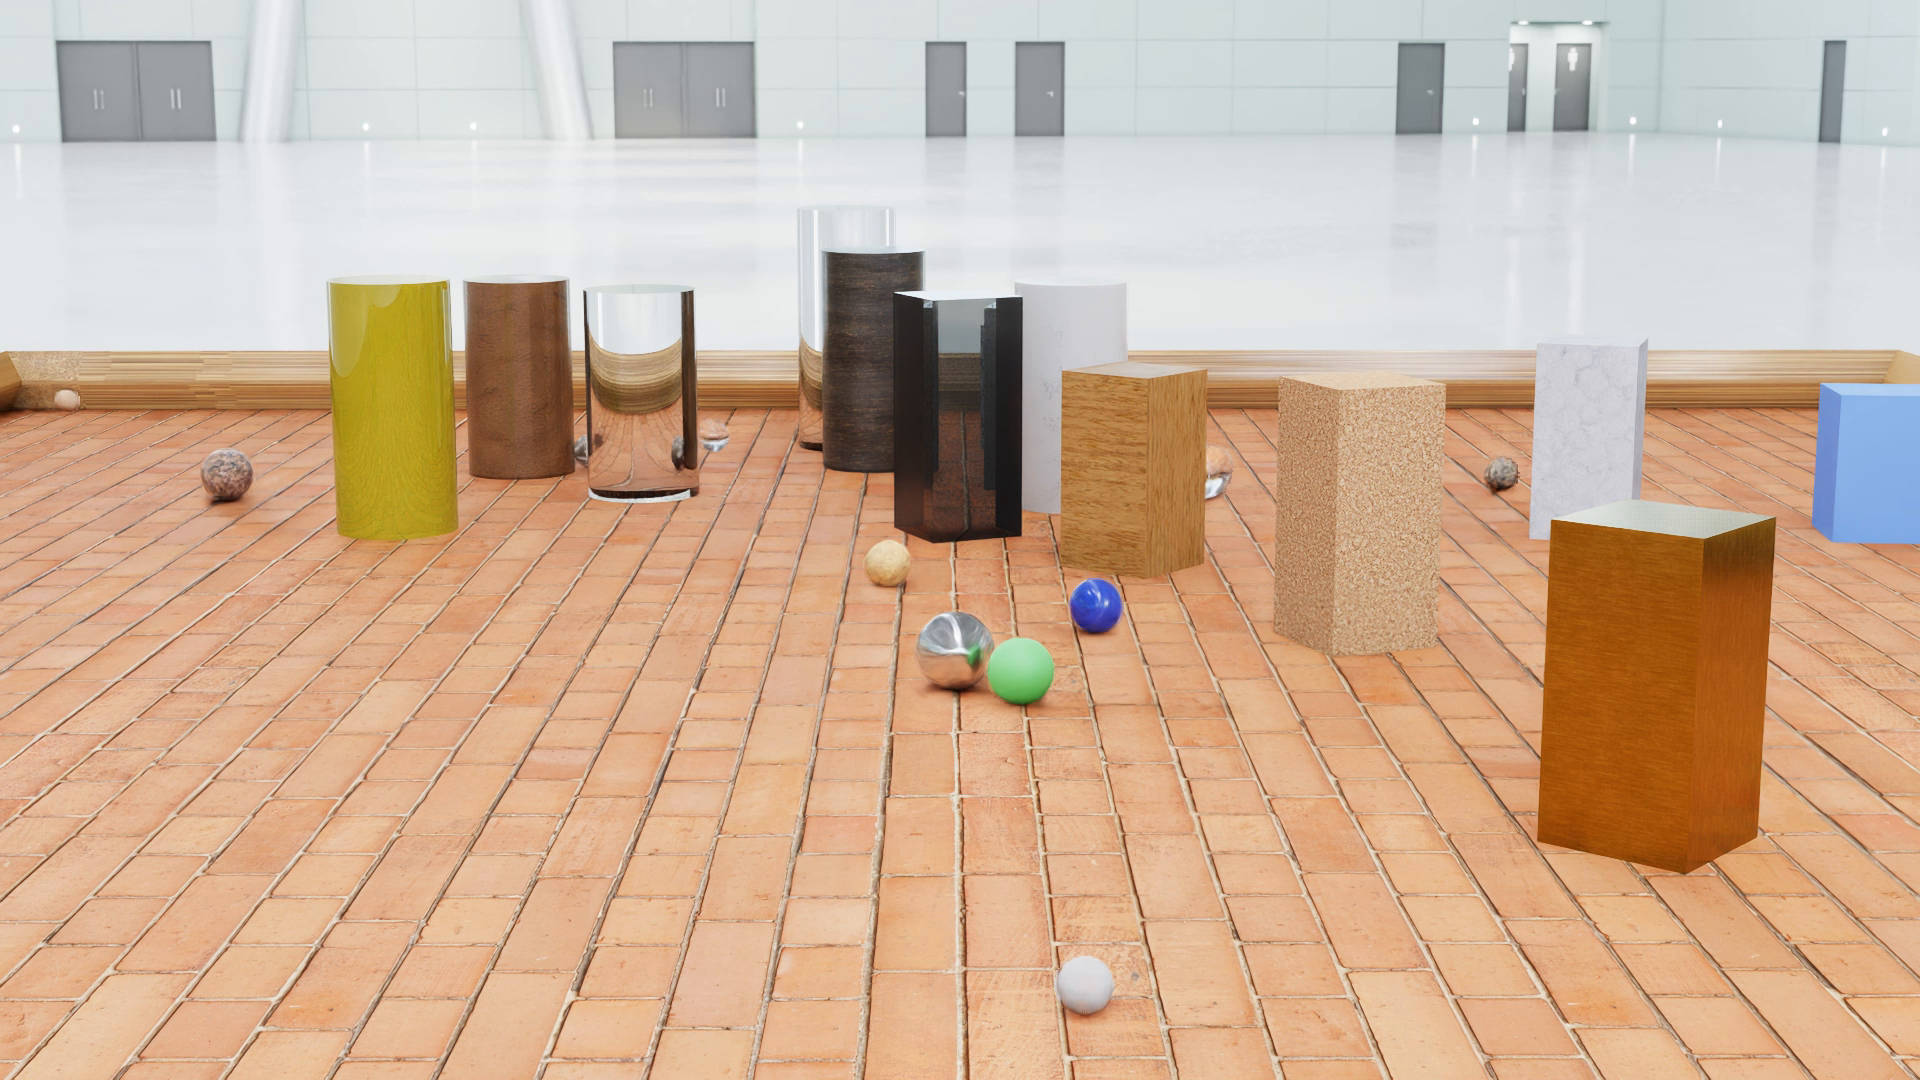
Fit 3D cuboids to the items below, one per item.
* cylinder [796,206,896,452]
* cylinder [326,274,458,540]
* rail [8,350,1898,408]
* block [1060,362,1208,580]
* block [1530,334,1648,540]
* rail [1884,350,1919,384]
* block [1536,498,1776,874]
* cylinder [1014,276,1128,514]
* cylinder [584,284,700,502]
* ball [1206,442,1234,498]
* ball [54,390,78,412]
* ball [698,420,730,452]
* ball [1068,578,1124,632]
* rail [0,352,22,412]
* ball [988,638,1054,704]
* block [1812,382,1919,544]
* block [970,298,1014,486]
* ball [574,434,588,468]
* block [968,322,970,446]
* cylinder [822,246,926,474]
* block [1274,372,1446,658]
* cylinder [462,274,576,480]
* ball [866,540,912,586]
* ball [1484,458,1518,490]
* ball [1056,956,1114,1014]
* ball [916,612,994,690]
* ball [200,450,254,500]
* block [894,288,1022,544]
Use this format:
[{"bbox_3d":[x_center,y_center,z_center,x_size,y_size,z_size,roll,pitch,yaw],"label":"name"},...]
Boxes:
[{"bbox_3d":[-0.215,-0.405,4.894,0.189,0.453,0.189,0,11,0],"label":"cylinder"},{"bbox_3d":[-0.887,-0.211,4.014,0.189,0.393,0.189,0,11,0],"label":"cylinder"},{"bbox_3d":[-0.012,-0.337,5.428,4.014,0.122,0.045,0,11,0],"label":"rail"},{"bbox_3d":[0.253,-0.105,3.734,0.151,0.288,0.151,9,14,38],"label":"block"},{"bbox_3d":[0.977,-0.160,3.985,0.151,0.304,0.151,4,11,20],"label":"block"},{"bbox_3d":[1.983,0.029,3.461,0.045,0.122,4.073,0,11,0],"label":"rail"},{"bbox_3d":[0.652,0.132,2.406,0.151,0.310,0.151,9,14,40],"label":"block"},{"bbox_3d":[0.183,-0.242,4.240,0.189,0.372,0.189,0,11,0],"label":"cylinder"},{"bbox_3d":[-0.539,-0.251,4.351,0.189,0.349,0.189,0,11,0],"label":"cylinder"},{"bbox_3d":[0.414,-0.117,4.330,0.094,0.094,0.094,0,11,0],"label":"ball"},{"bbox_3d":[-1.881,-0.293,5.399,0.048,0.048,0.048,0,11,0],"label":"ball"},{"bbox_3d":[-0.466,-0.197,4.852,0.060,0.060,0.060,0,11,0],"label":"ball"},{"bbox_3d":[0.176,0.084,3.313,0.071,0.071,0.071,0,11,0],"label":"ball"},{"bbox_3d":[-1.983,0.034,3.438,0.045,0.122,4.073,0,11,0],"label":"rail"},{"bbox_3d":[0.070,0.150,2.942,0.077,0.077,0.077,0,11,0],"label":"ball"},{"bbox_3d":[1.422,-0.120,3.982,0.151,0.228,0.151,1,11,7],"label":"block"},{"bbox_3d":[0.105,-0.261,4.503,0.151,0.313,0.151,2,11,10],"label":"block"},{"bbox_3d":[-0.671,-0.162,4.657,0.062,0.062,0.062,0,11,0],"label":"ball"},{"bbox_3d":[0.117,-0.293,4.884,0.151,0.237,0.151,-5,12,-27],"label":"block"},{"bbox_3d":[-0.156,-0.330,4.656,0.189,0.393,0.189,0,11,0],"label":"cylinder"},{"bbox_3d":[0.503,-0.036,3.244,0.151,0.333,0.151,-4,11,-22],"label":"block"},{"bbox_3d":[-0.788,-0.294,4.586,0.189,0.347,0.189,0,11,0],"label":"cylinder"},{"bbox_3d":[-0.101,0.033,3.604,0.065,0.065,0.065,0,11,0],"label":"ball"},{"bbox_3d":[0.930,-0.112,4.409,0.055,0.055,0.055,0,11,0],"label":"ball"},{"bbox_3d":[0.097,0.345,1.988,0.044,0.044,0.044,0,11,0],"label":"ball"},{"bbox_3d":[-0.005,0.130,3.011,0.092,0.092,0.092,0,11,0],"label":"ball"},{"bbox_3d":[-1.232,-0.110,4.310,0.086,0.086,0.086,0,11,0],"label":"ball"},{"bbox_3d":[-0.004,-0.196,3.992,0.151,0.372,0.151,-5,12,-24],"label":"block"}]
